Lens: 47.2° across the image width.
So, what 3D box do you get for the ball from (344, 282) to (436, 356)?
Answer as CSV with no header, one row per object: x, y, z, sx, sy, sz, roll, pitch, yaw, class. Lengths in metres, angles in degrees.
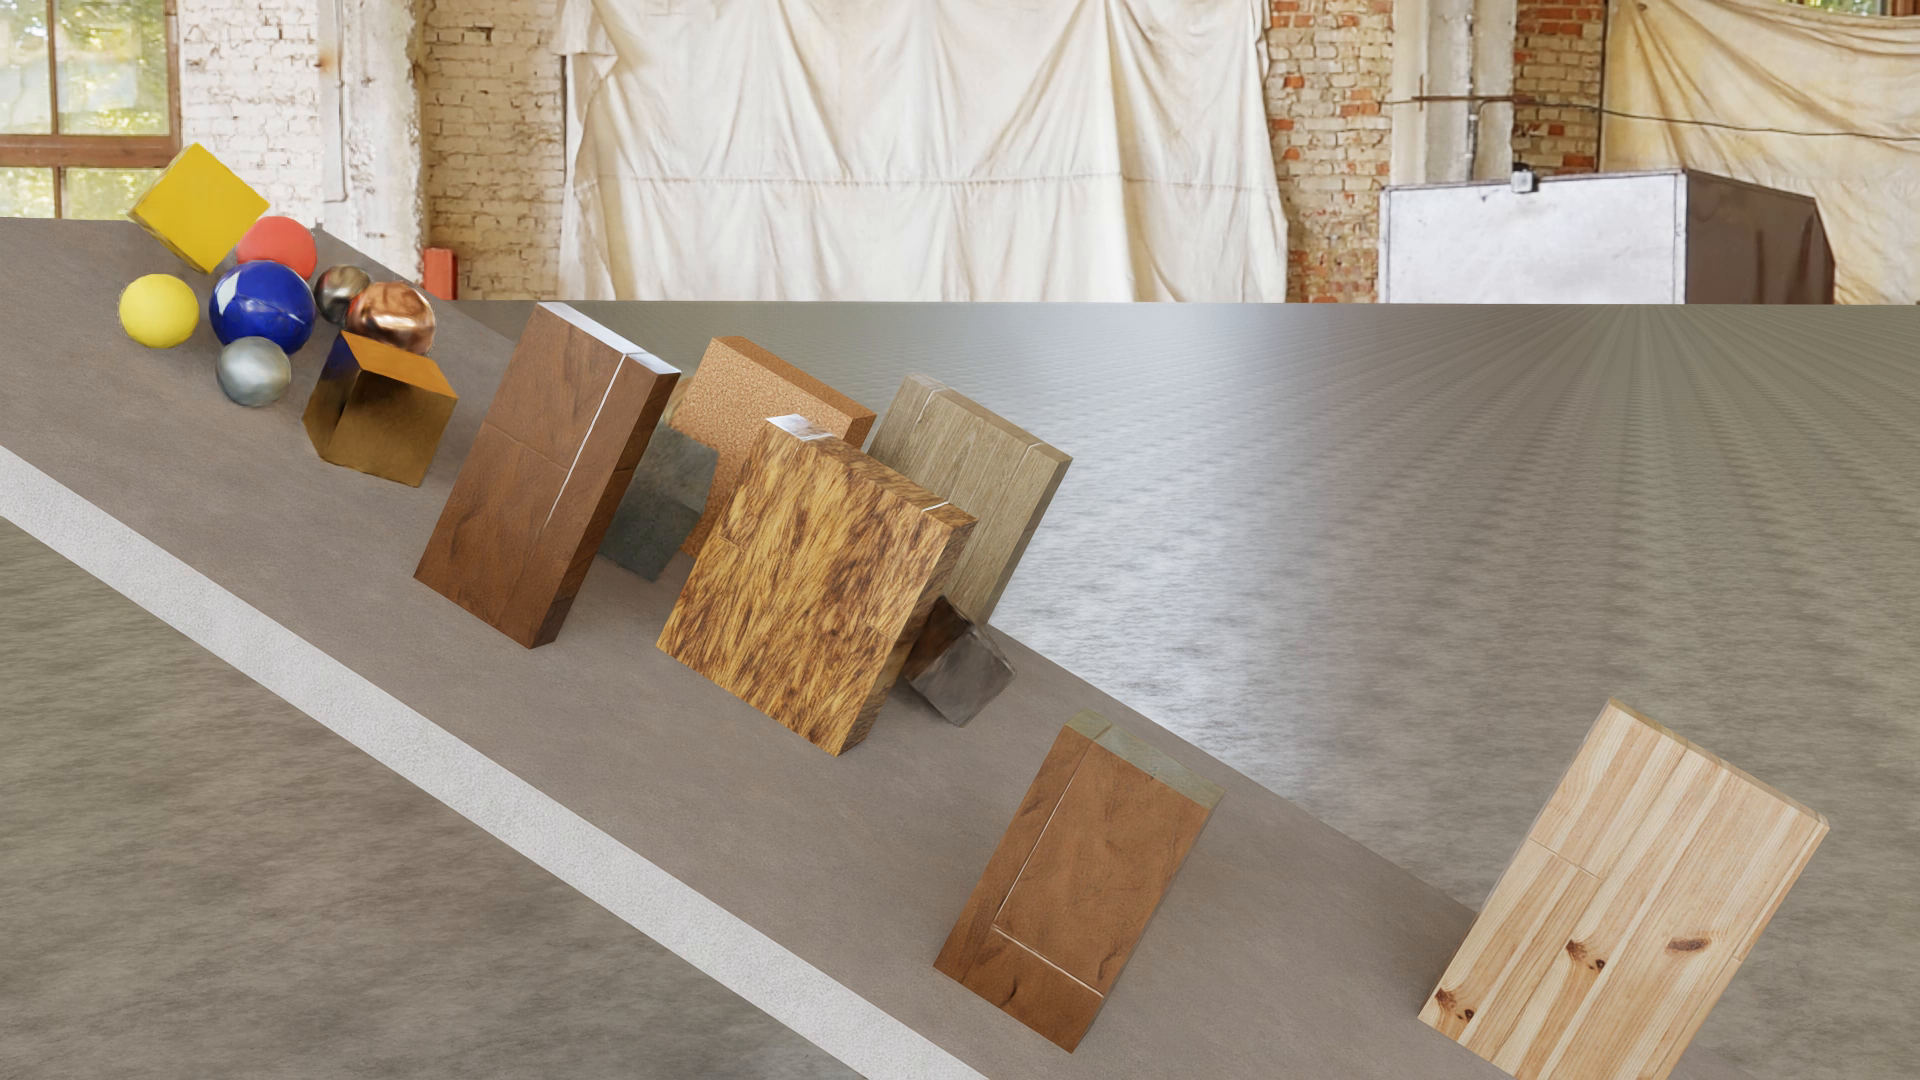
-1.208,-0.454,4.659,0.187,0.187,0.187,0,7,0,ball

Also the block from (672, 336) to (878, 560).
-0.429,-0.152,4.536,0.340,0.422,0.149,30,14,12,block

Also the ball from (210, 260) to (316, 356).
-1.368,-0.449,4.318,0.201,0.201,0.201,0,7,0,ball

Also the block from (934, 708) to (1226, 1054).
0.178,0.506,3.286,0.244,0.432,0.133,30,14,12,block

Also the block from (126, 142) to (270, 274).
-1.522,-0.660,4.389,0.181,0.181,0.181,43,-13,-24,block

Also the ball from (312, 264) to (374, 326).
-1.343,-0.534,4.803,0.135,0.135,0.135,0,7,0,ball

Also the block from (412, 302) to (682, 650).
-0.693,-0.107,3.679,0.245,0.523,0.090,30,14,12,block

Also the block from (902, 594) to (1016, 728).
-0.019,0.240,4.348,0.155,0.155,0.155,45,3,-31,block

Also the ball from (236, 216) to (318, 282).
-1.485,-0.620,4.778,0.169,0.169,0.169,0,7,0,ball

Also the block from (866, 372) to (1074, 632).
-0.036,-0.073,4.901,0.394,0.460,0.129,30,14,12,block

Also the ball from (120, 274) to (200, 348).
-1.502,-0.429,4.126,0.141,0.141,0.141,0,7,0,ball

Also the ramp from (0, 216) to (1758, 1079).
-0.221,0.367,4.147,4.000,0.100,2.000,30,14,12,ramp

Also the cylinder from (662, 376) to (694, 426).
-0.600,-0.276,5.144,0.177,0.177,0.177,-1,19,-11,cylinder

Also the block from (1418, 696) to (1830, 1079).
1.189,0.687,3.979,0.422,0.688,0.081,30,14,12,block

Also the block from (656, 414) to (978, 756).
-0.258,0.078,3.937,0.390,0.468,0.150,30,14,12,block

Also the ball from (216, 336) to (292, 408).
-1.310,-0.312,4.079,0.133,0.133,0.133,0,7,0,ball

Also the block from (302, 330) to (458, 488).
-1.089,-0.245,4.124,0.192,0.192,0.192,18,17,-34,block

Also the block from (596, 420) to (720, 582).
-0.607,-0.089,4.190,0.199,0.199,0.199,29,34,-16,block
